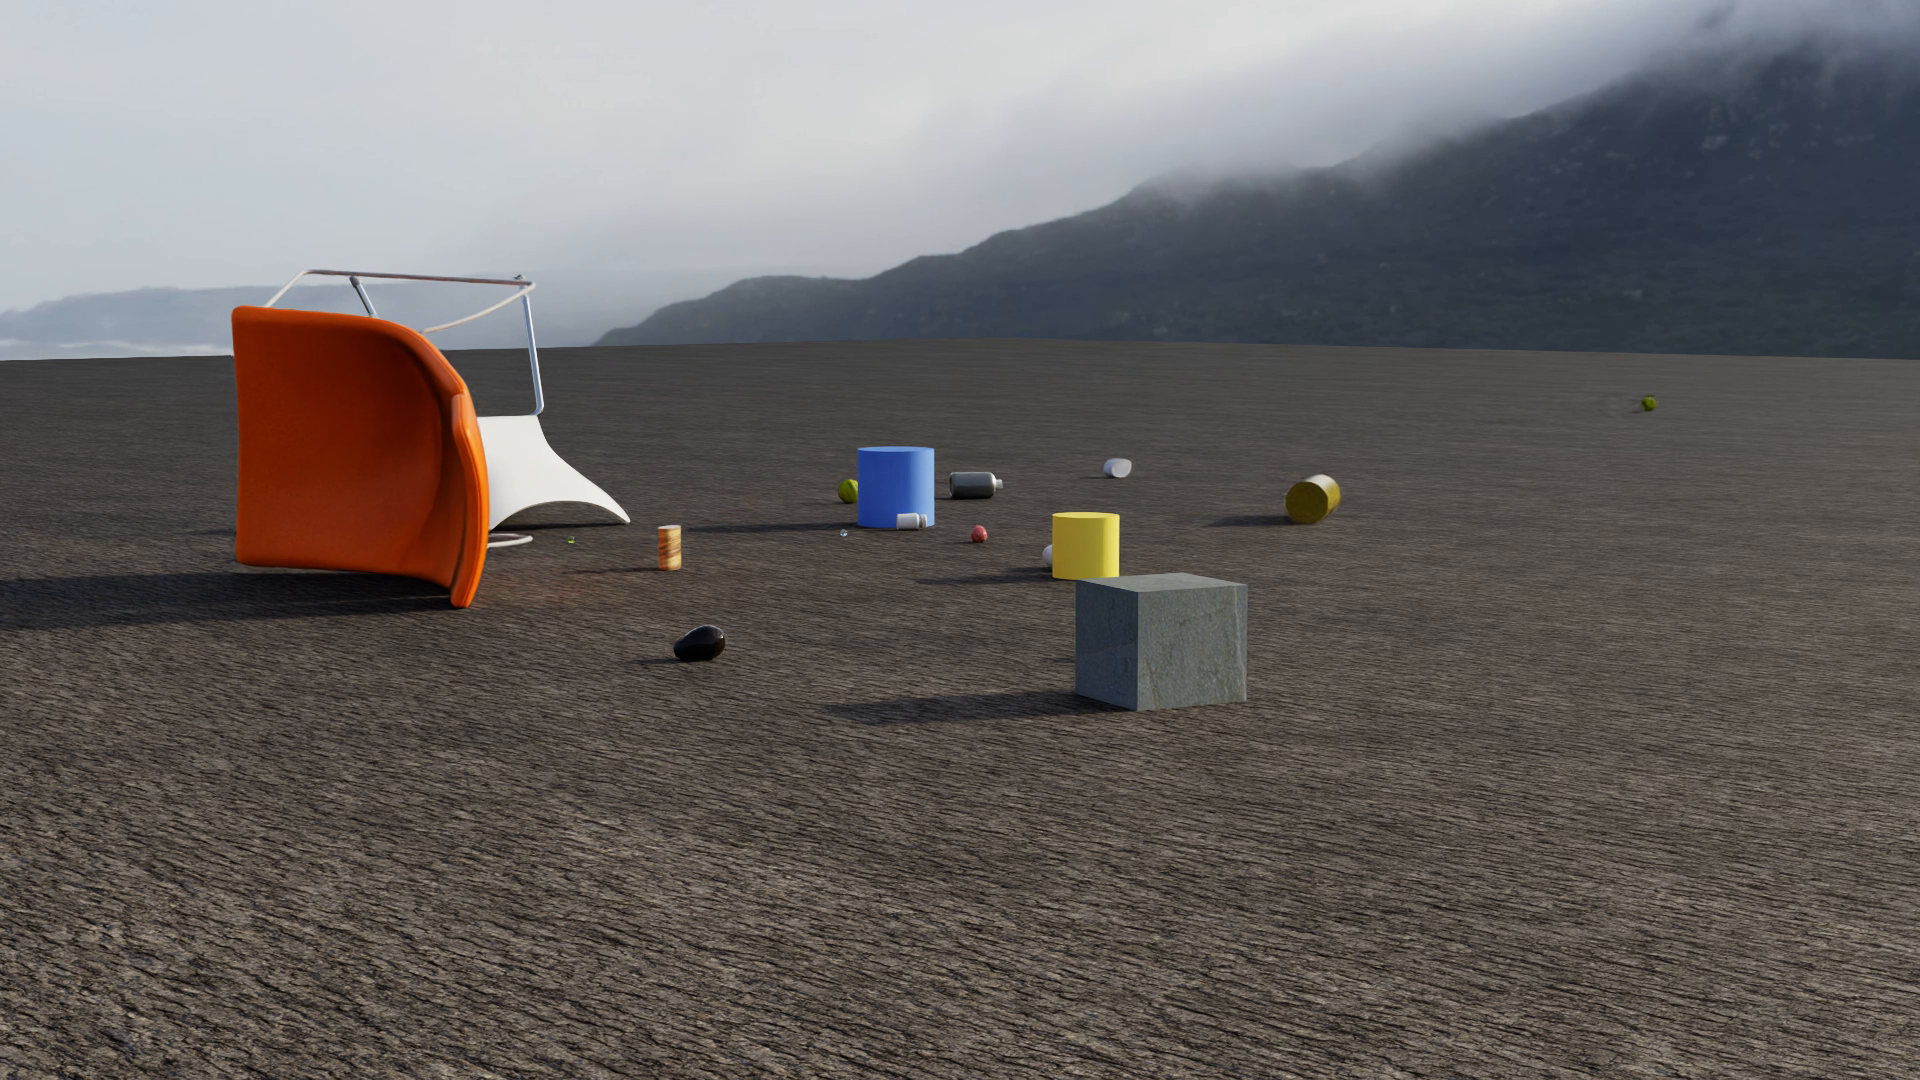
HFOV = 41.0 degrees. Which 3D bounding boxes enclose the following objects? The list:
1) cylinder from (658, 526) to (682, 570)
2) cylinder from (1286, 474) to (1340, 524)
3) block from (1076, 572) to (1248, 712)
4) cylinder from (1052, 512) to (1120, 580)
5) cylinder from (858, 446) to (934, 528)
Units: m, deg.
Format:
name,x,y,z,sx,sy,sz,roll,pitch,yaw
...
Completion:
name,x,y,z,sx,sy,sz,roll,pitch,yaw
cylinder,-0.654,0.018,5.778,0.044,0.095,0.081,2,6,16
cylinder,0.957,-0.112,6.943,0.116,0.113,0.256,40,14,8
block,0.313,0.156,4.011,0.199,0.182,0.186,-3,7,-28
cylinder,0.275,0.013,5.624,0.147,0.136,0.129,2,6,17
cylinder,-0.170,-0.141,6.805,0.204,0.201,0.196,-2,6,-16
